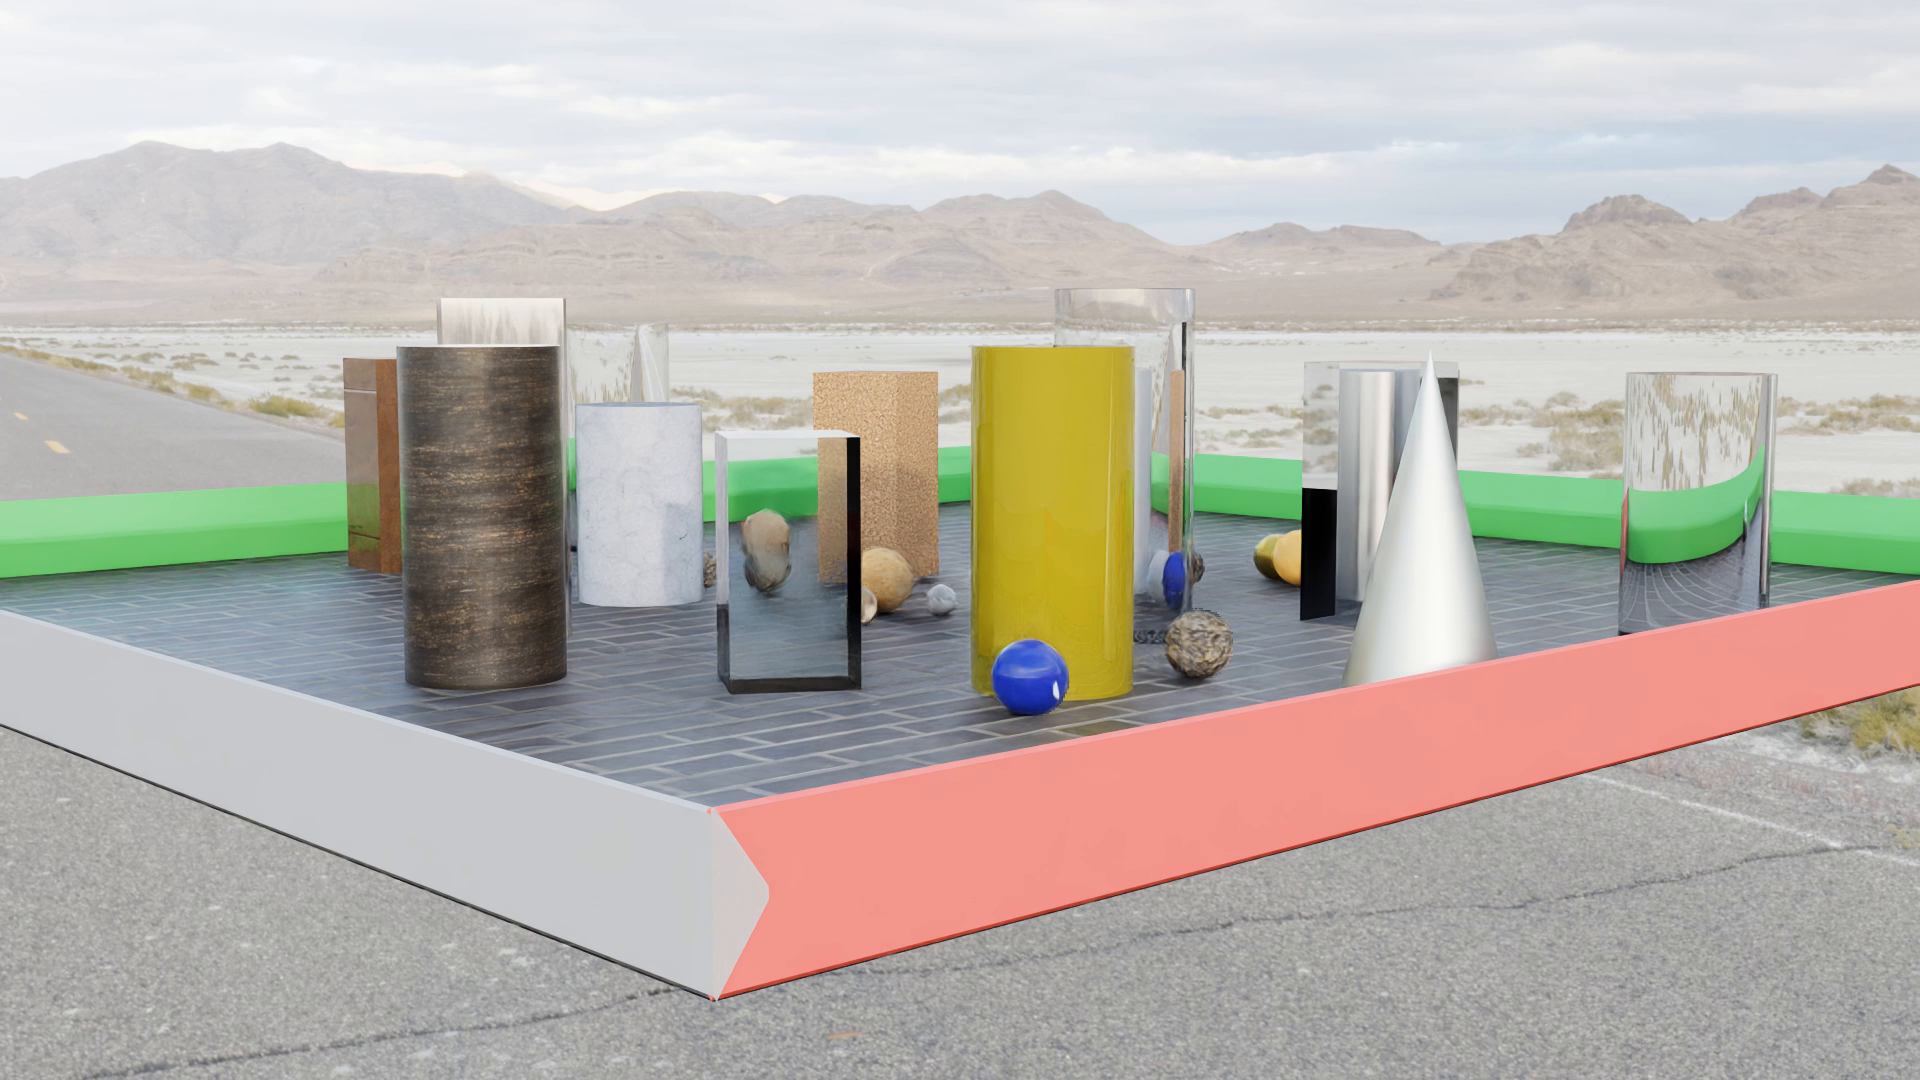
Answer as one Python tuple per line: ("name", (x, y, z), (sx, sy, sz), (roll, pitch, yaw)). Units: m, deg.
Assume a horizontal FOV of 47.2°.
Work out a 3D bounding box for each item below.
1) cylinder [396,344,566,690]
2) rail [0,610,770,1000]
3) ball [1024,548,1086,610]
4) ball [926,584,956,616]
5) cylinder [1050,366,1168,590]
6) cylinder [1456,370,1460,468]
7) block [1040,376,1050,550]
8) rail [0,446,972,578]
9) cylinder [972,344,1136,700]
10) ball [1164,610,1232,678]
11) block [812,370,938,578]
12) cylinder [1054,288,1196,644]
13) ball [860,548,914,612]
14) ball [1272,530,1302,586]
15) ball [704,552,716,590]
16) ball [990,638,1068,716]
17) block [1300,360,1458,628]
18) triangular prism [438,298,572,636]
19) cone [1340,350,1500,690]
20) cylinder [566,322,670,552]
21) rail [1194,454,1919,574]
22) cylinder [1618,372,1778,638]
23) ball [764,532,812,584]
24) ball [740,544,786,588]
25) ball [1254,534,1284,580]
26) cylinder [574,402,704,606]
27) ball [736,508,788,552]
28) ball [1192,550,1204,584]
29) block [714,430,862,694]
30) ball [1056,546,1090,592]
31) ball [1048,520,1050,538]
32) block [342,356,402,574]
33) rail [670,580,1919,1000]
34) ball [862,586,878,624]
("cylinder", (-0.575, -0.033, 2.649), (0.192, 0.400, 0.192), (0, 6, 0))
("rail", (-1.031, 0.132, 2.386), (0.045, 0.125, 2.625), (-6, 8, -42))
("ball", (0.140, 0.057, 3.268), (0.091, 0.091, 0.091), (0, 6, 0))
("ball", (-0.027, 0.087, 3.204), (0.045, 0.045, 0.045), (0, 6, 0))
("cylinder", (0.242, -0.105, 3.578), (0.192, 0.350, 0.192), (0, 6, 0))
("cylinder", (0.690, -0.095, 3.483), (0.192, 0.349, 0.192), (0, 6, 0))
("block", (0.233, -0.148, 4.149), (0.154, 0.316, 0.154), (0, 6, -1))
("rail", (-0.874, -0.067, 4.274), (2.854, 0.125, 0.045), (-6, 8, -42))
("cylinder", (0.109, -0.026, 2.580), (0.192, 0.401, 0.192), (0, 6, 0))
("ball", (0.287, 0.126, 2.657), (0.081, 0.081, 0.081), (0, 6, 0))
("block", (-0.139, -0.110, 3.669), (0.154, 0.340, 0.154), (3, 7, 25))
("cylinder", (0.222, -0.105, 2.995), (0.192, 0.471, 0.192), (0, 6, 0))
("ball", (-0.116, 0.059, 3.229), (0.095, 0.095, 0.095), (0, 6, 0))
("ball", (0.549, 0.029, 3.537), (0.092, 0.092, 0.092), (0, 6, 0))
("ball", (-0.410, 0.049, 3.492), (0.061, 0.061, 0.061), (0, 6, 0))
("ball", (0.076, 0.150, 2.415), (0.084, 0.084, 0.084), (0, 6, 0))
("block", (0.595, -0.068, 3.127), (0.154, 0.370, 0.154), (-6, 8, -44))
("triangular prism", (-0.631, -0.101, 3.019), (0.167, 0.458, 0.144), (-2, 6, -17))
("cone", (0.529, -0.016, 2.494), (0.192, 0.399, 0.192), (0, 6, 0))
("cylinder", (-0.634, -0.192, 4.081), (0.192, 0.417, 0.192), (0, 6, 0))
("rail", (1.031, -0.067, 4.279), (0.045, 0.125, 2.625), (-6, 8, -42))
("cylinder", (0.983, -0.042, 2.936), (0.192, 0.359, 0.192), (0, 6, 0))
("ball", (-0.284, 0.029, 3.577), (0.084, 0.084, 0.084), (0, 6, 0))
("ball", (-0.313, 0.041, 3.506), (0.072, 0.072, 0.072), (0, 6, 0))
("ball", (0.521, 0.028, 3.616), (0.076, 0.076, 0.076), (0, 6, 0))
("cylinder", (-0.491, -0.059, 3.376), (0.192, 0.299, 0.192), (0, 6, 0))
("ball", (-0.351, -0.010, 3.898), (0.093, 0.093, 0.093), (0, 6, 0))
("ball", (0.364, 0.044, 3.543), (0.061, 0.061, 0.061), (0, 6, 0))
("block", (-0.206, 0.022, 2.620), (0.154, 0.297, 0.154), (-1, 6, -12))
("ball", (0.155, 0.052, 3.354), (0.084, 0.084, 0.084), (0, 6, 0))
("ball", (0.201, -0.021, 4.044), (0.080, 0.080, 0.080), (0, 6, 0))
("block", (-0.957, -0.133, 3.793), (0.154, 0.360, 0.154), (-4, 7, -35))
("rail", (0.874, 0.132, 2.390), (2.854, 0.125, 0.045), (-6, 8, -42))
("ball", (-0.144, 0.092, 3.104), (0.056, 0.056, 0.056), (0, 6, 0))
